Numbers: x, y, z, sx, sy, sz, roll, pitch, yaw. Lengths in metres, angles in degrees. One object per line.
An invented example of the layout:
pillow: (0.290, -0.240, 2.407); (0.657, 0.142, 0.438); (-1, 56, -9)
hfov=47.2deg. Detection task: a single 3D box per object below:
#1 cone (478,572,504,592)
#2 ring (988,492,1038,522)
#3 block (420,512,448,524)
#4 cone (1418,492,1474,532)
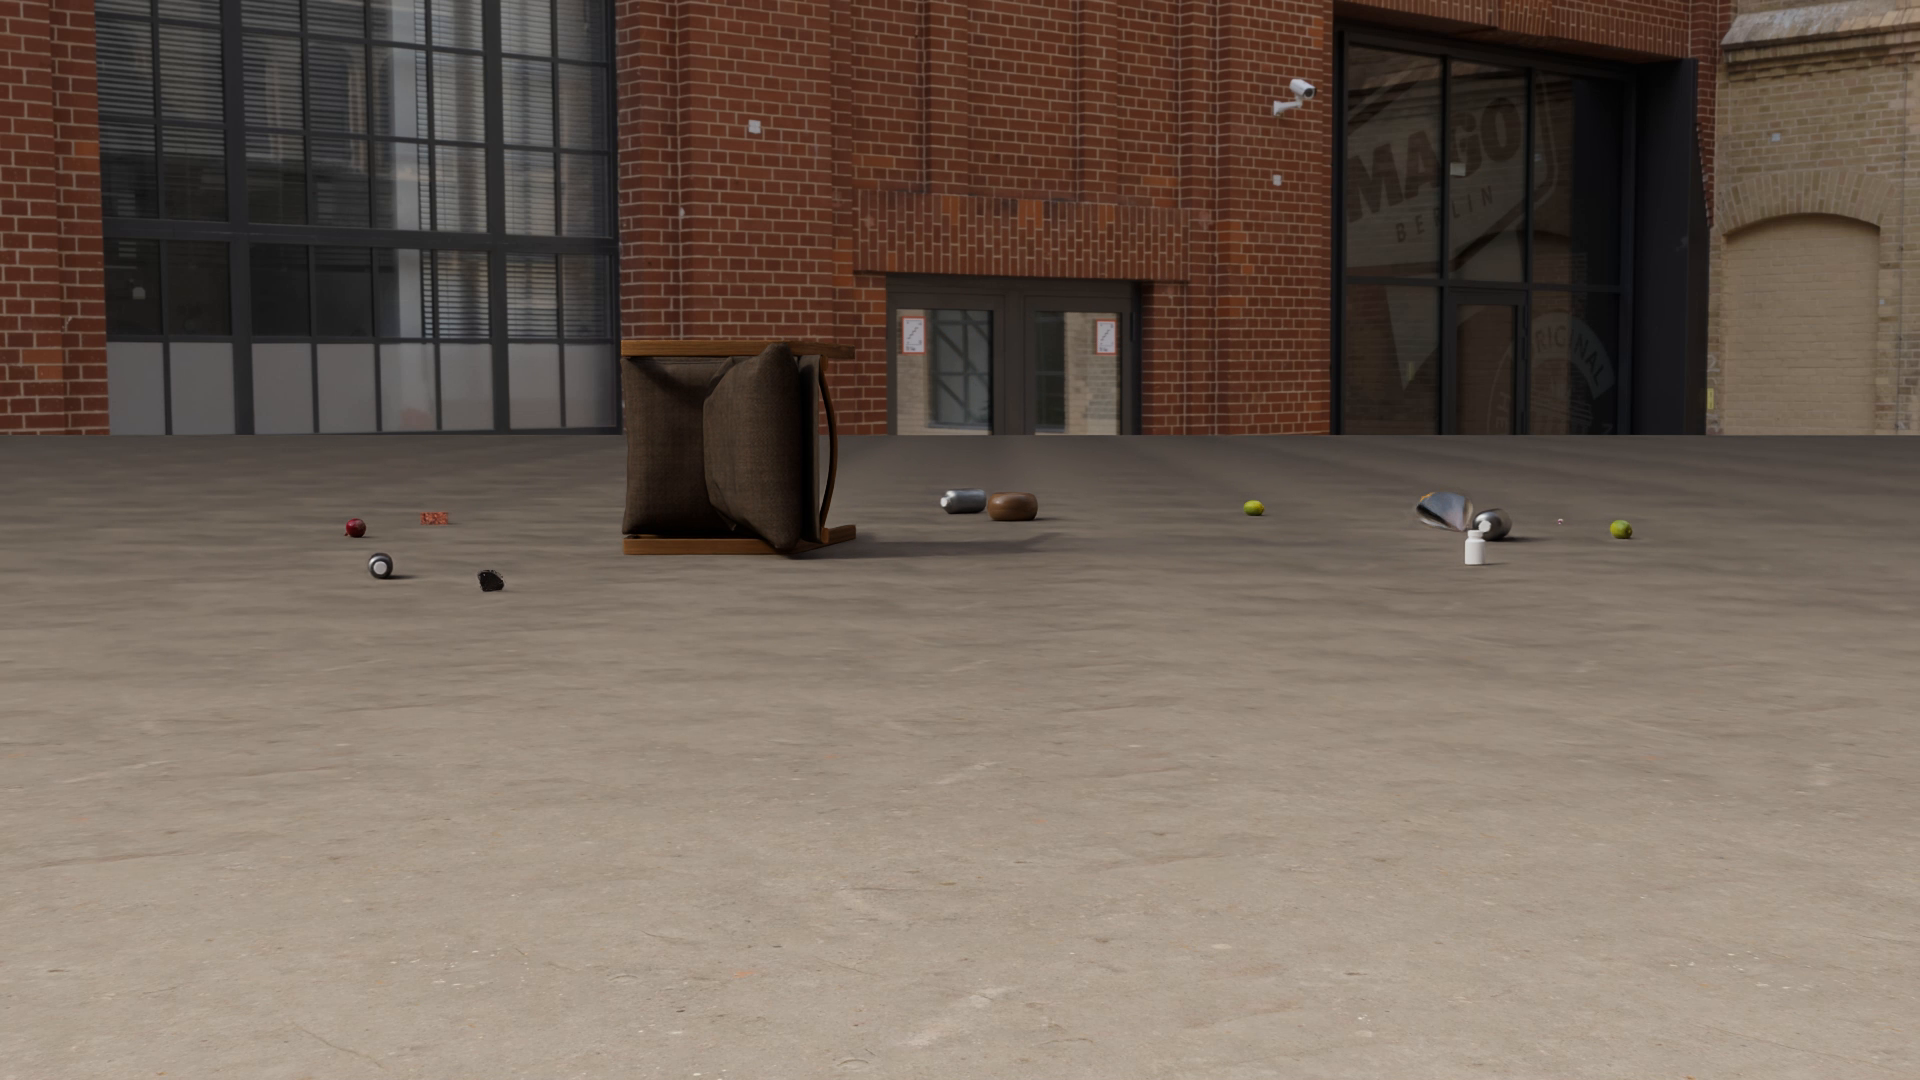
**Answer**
cone: (-1.050, 0.103, 4.883); (0.068, 0.057, 0.035); (1, 43, 30)
ring: (0.181, -0.114, 7.538); (0.161, 0.094, 0.208); (4, 4, 32)
block: (-1.747, -0.073, 7.308); (0.085, 0.040, 0.064); (-1, 4, -12)
cone: (1.572, -0.060, 6.995); (0.187, 0.120, 0.204); (4, 20, -6)
